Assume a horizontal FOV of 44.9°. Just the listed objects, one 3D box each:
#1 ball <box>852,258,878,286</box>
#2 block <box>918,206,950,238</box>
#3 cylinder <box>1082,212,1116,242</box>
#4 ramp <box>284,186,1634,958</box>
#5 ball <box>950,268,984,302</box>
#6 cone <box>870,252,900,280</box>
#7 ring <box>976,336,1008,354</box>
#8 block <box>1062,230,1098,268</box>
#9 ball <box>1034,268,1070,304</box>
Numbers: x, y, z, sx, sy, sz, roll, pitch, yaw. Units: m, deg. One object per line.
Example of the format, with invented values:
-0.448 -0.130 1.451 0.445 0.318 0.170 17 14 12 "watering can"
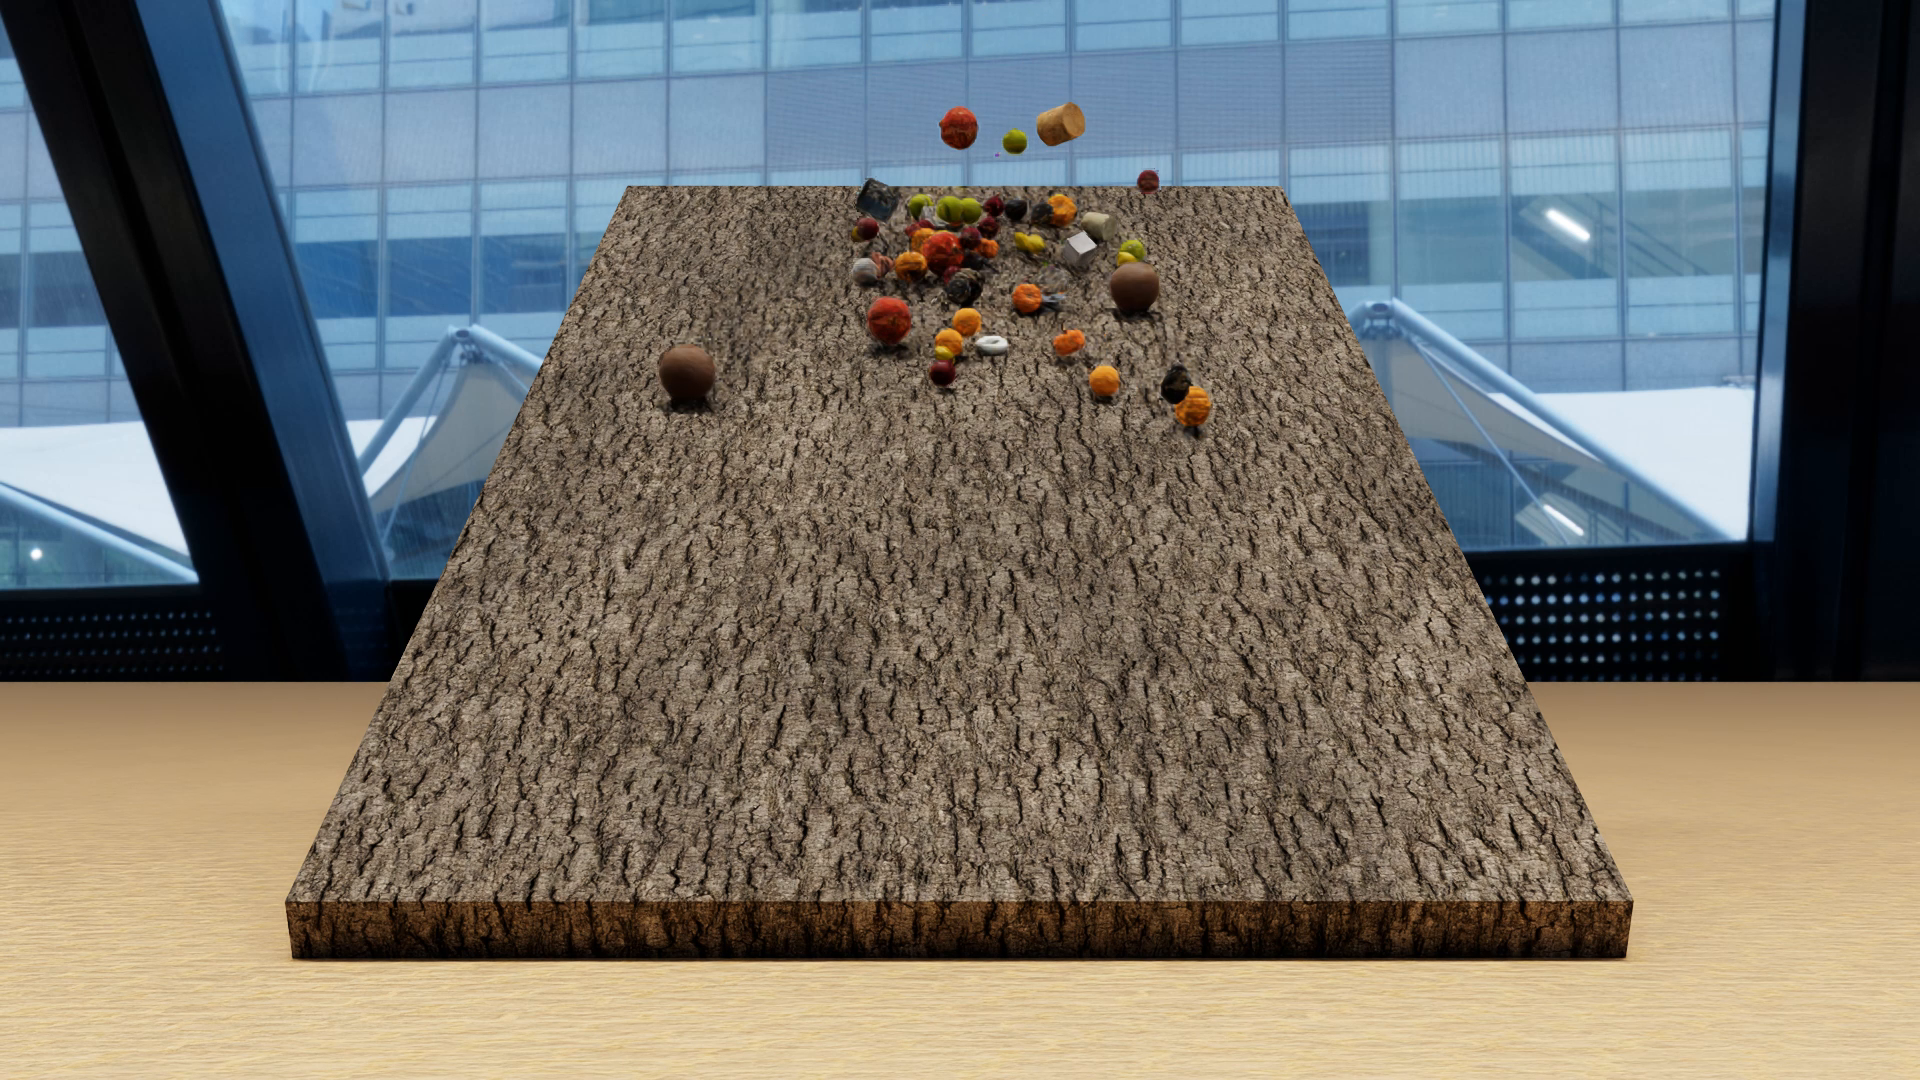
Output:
-0.253 -0.713 6.177 0.072 0.072 0.072 0 -3 0 "ball"
-0.075 -0.903 6.584 0.064 0.064 0.064 -8 -20 -17 "block"
0.394 -0.887 6.575 0.072 0.072 0.072 18 8 35 "cylinder"
-0.008 -0.228 5.294 2.000 0.100 4.000 0 24 0 "ramp"
0.017 -0.661 6.041 0.089 0.089 0.089 0 -3 0 "ball"
-0.192 -0.735 6.216 0.076 0.076 0.076 -7 0 -27 "cone"
0.078 -0.477 5.702 0.081 0.027 0.081 -1 28 0 "ring"
0.325 -0.788 6.312 0.061 0.061 0.061 -29 -23 -25 "block"
0.237 -0.659 6.014 0.092 0.092 0.092 0 -3 0 "ball"
